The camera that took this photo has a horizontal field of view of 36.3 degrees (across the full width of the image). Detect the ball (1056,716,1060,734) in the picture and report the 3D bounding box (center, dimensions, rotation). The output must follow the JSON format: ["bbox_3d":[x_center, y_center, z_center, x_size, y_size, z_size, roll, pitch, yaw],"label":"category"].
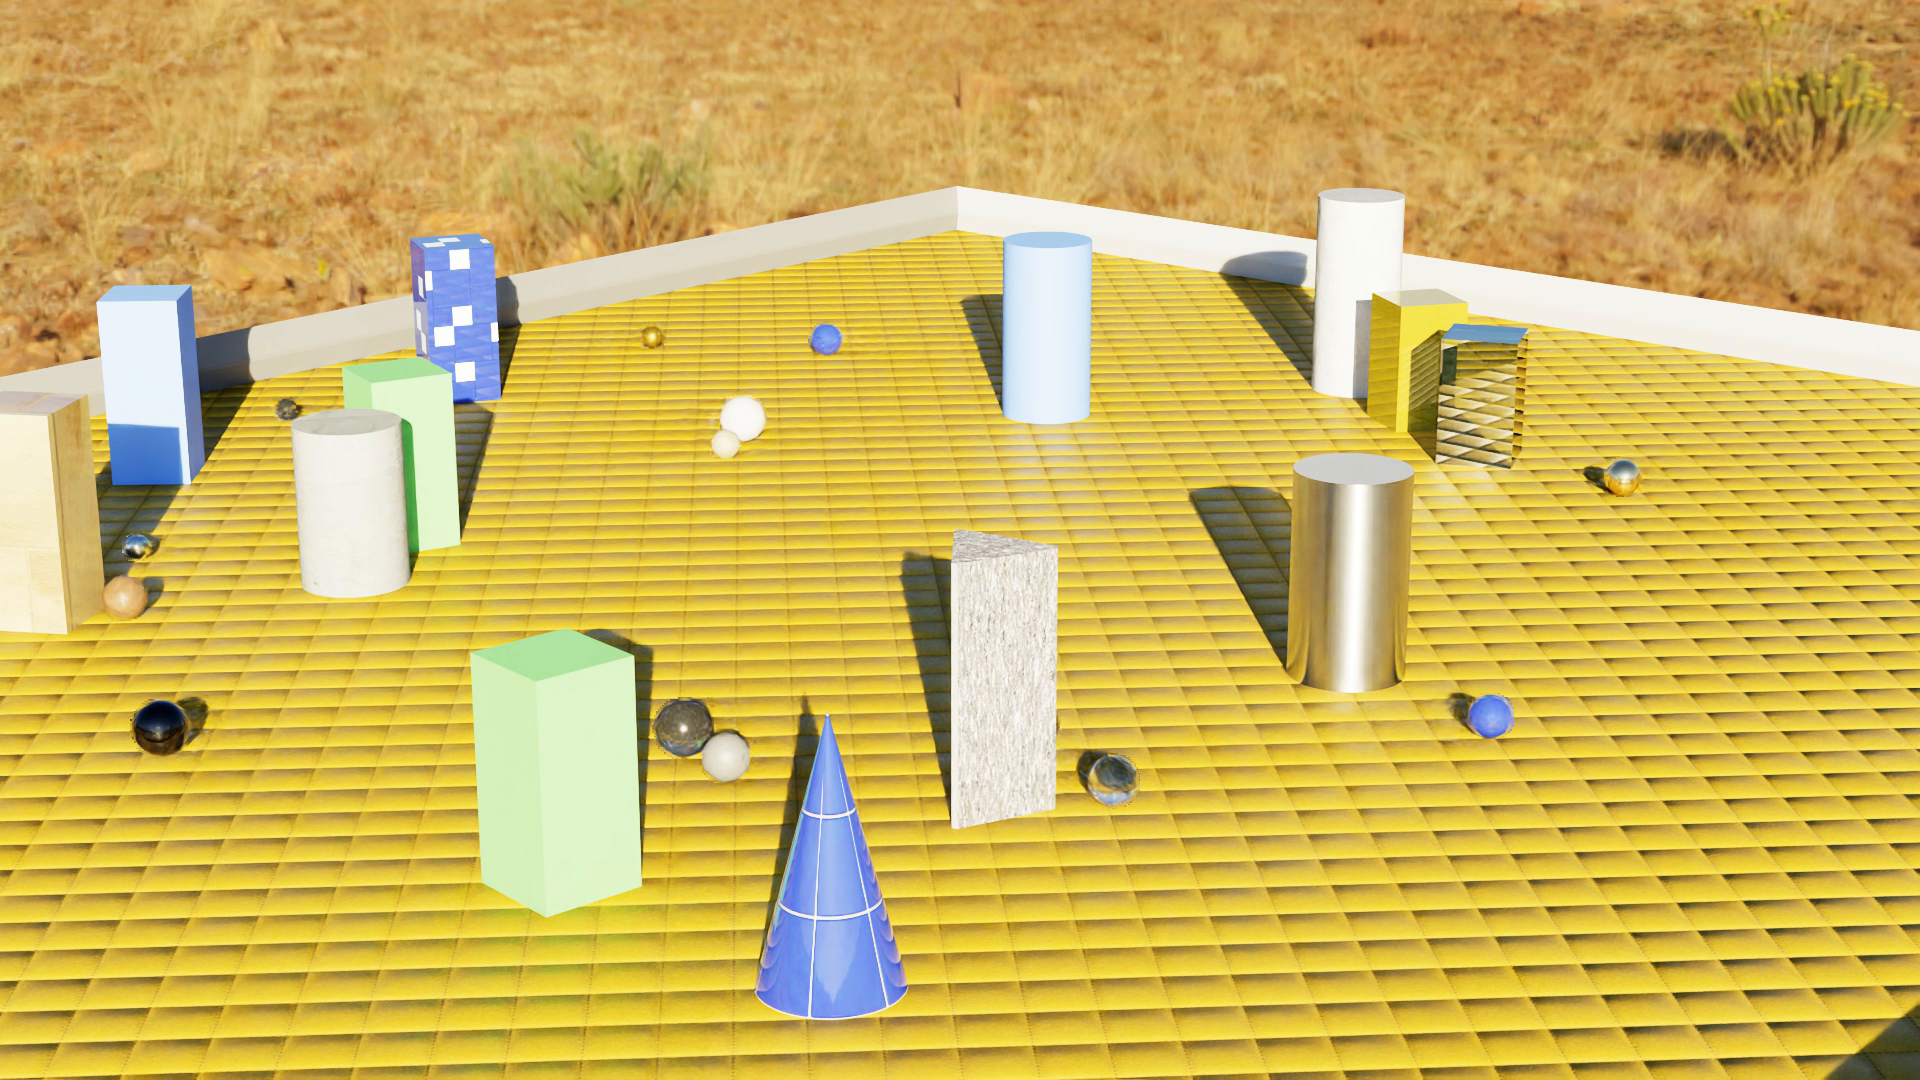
[{"bbox_3d":[0.119,0.279,4.414,0.060,0.060,0.060,0,17,0],"label":"ball"}]

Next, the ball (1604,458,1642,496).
[{"bbox_3d":[1.294,-0.123,5.722,0.071,0.071,0.071,0,17,0],"label":"ball"}]

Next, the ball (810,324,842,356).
[{"bbox_3d":[-0.312,-0.470,6.866,0.075,0.075,0.075,0,17,0],"label":"ball"}]

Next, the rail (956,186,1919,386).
[{"bbox_3d":[1.655,-0.520,6.945,4.449,0.124,0.045,14,22,39],"label":"rail"}]

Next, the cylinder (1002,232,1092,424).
[{"bbox_3d":[0.187,-0.457,6.296,0.190,0.380,0.190,0,17,0],"label":"cylinder"}]

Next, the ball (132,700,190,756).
[{"bbox_3d":[-1.191,0.280,4.371,0.083,0.083,0.083,0,17,0],"label":"ball"}]

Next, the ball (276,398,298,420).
[{"bbox_3d":[-1.443,-0.280,6.284,0.048,0.048,0.048,0,17,0],"label":"ball"}]

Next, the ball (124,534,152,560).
[{"bbox_3d":[-1.490,0.013,5.314,0.047,0.047,0.047,0,17,0],"label":"ball"}]

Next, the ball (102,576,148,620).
[{"bbox_3d":[-1.420,0.097,4.989,0.075,0.075,0.075,0,17,0],"label":"ball"}]

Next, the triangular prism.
[{"bbox_3d":[0.030,0.189,4.145,0.165,0.388,0.143,-9,19,-27],"label":"triangular prism"}]

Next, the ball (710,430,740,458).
[{"bbox_3d":[-0.479,-0.196,5.984,0.061,0.061,0.061,0,17,0],"label":"ball"}]

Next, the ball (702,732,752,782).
[{"bbox_3d":[-0.340,0.316,4.268,0.072,0.072,0.072,0,17,0],"label":"ball"}]

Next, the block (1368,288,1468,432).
[{"bbox_3d":[0.973,-0.384,6.242,0.152,0.271,0.152,-5,17,-15],"label":"block"}]

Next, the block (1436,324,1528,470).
[{"bbox_3d":[1.062,-0.293,5.964,0.152,0.259,0.152,5,18,18],"label":"block"}]

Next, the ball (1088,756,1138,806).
[{"bbox_3d":[0.218,0.343,4.179,0.073,0.073,0.073,0,17,0],"label":"ball"}]

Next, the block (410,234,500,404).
[{"bbox_3d":[-1.111,-0.487,6.456,0.152,0.344,0.152,-7,18,-21],"label":"block"}]

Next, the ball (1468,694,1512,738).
[{"bbox_3d":[0.803,0.267,4.442,0.067,0.067,0.067,0,17,0],"label":"ball"}]

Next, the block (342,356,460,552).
[{"bbox_3d":[-1.027,-0.154,5.389,0.152,0.325,0.152,-10,19,-29],"label":"block"}]

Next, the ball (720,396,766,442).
[{"bbox_3d":[-0.453,-0.252,6.110,0.095,0.095,0.095,0,17,0],"label":"ball"}]

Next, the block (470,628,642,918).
[{"bbox_3d":[-0.532,0.304,3.870,0.152,0.325,0.152,-14,22,-40],"label":"block"}]

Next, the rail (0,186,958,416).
[{"bbox_3d":[-1.662,-0.386,6.502,0.045,0.124,5.095,14,22,39],"label":"rail"}]

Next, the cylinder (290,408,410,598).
[{"bbox_3d":[-1.070,-0.066,5.155,0.190,0.292,0.190,0,17,0],"label":"cylinder"}]

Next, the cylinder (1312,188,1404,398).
[{"bbox_3d":[0.883,-0.550,6.508,0.190,0.435,0.190,0,17,0],"label":"cylinder"}]

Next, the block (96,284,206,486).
[{"bbox_3d":[-1.604,-0.309,5.823,0.152,0.370,0.152,-1,17,-3],"label":"block"}]

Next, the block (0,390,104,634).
[{"bbox_3d":[-1.560,-0.048,4.946,0.152,0.377,0.152,3,17,9],"label":"block"}]

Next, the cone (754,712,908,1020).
[{"bbox_3d":[-0.159,0.377,3.568,0.190,0.361,0.190,0,17,0],"label":"cone"}]

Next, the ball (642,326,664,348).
[{"bbox_3d":[-0.729,-0.481,6.942,0.052,0.052,0.052,0,17,0],"label":"ball"}]

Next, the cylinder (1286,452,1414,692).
[{"bbox_3d":[0.622,0.051,4.683,0.190,0.341,0.190,0,17,0],"label":"cylinder"}]

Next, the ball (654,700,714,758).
[{"bbox_3d":[-0.411,0.280,4.363,0.087,0.087,0.087,0,17,0],"label":"ball"}]
